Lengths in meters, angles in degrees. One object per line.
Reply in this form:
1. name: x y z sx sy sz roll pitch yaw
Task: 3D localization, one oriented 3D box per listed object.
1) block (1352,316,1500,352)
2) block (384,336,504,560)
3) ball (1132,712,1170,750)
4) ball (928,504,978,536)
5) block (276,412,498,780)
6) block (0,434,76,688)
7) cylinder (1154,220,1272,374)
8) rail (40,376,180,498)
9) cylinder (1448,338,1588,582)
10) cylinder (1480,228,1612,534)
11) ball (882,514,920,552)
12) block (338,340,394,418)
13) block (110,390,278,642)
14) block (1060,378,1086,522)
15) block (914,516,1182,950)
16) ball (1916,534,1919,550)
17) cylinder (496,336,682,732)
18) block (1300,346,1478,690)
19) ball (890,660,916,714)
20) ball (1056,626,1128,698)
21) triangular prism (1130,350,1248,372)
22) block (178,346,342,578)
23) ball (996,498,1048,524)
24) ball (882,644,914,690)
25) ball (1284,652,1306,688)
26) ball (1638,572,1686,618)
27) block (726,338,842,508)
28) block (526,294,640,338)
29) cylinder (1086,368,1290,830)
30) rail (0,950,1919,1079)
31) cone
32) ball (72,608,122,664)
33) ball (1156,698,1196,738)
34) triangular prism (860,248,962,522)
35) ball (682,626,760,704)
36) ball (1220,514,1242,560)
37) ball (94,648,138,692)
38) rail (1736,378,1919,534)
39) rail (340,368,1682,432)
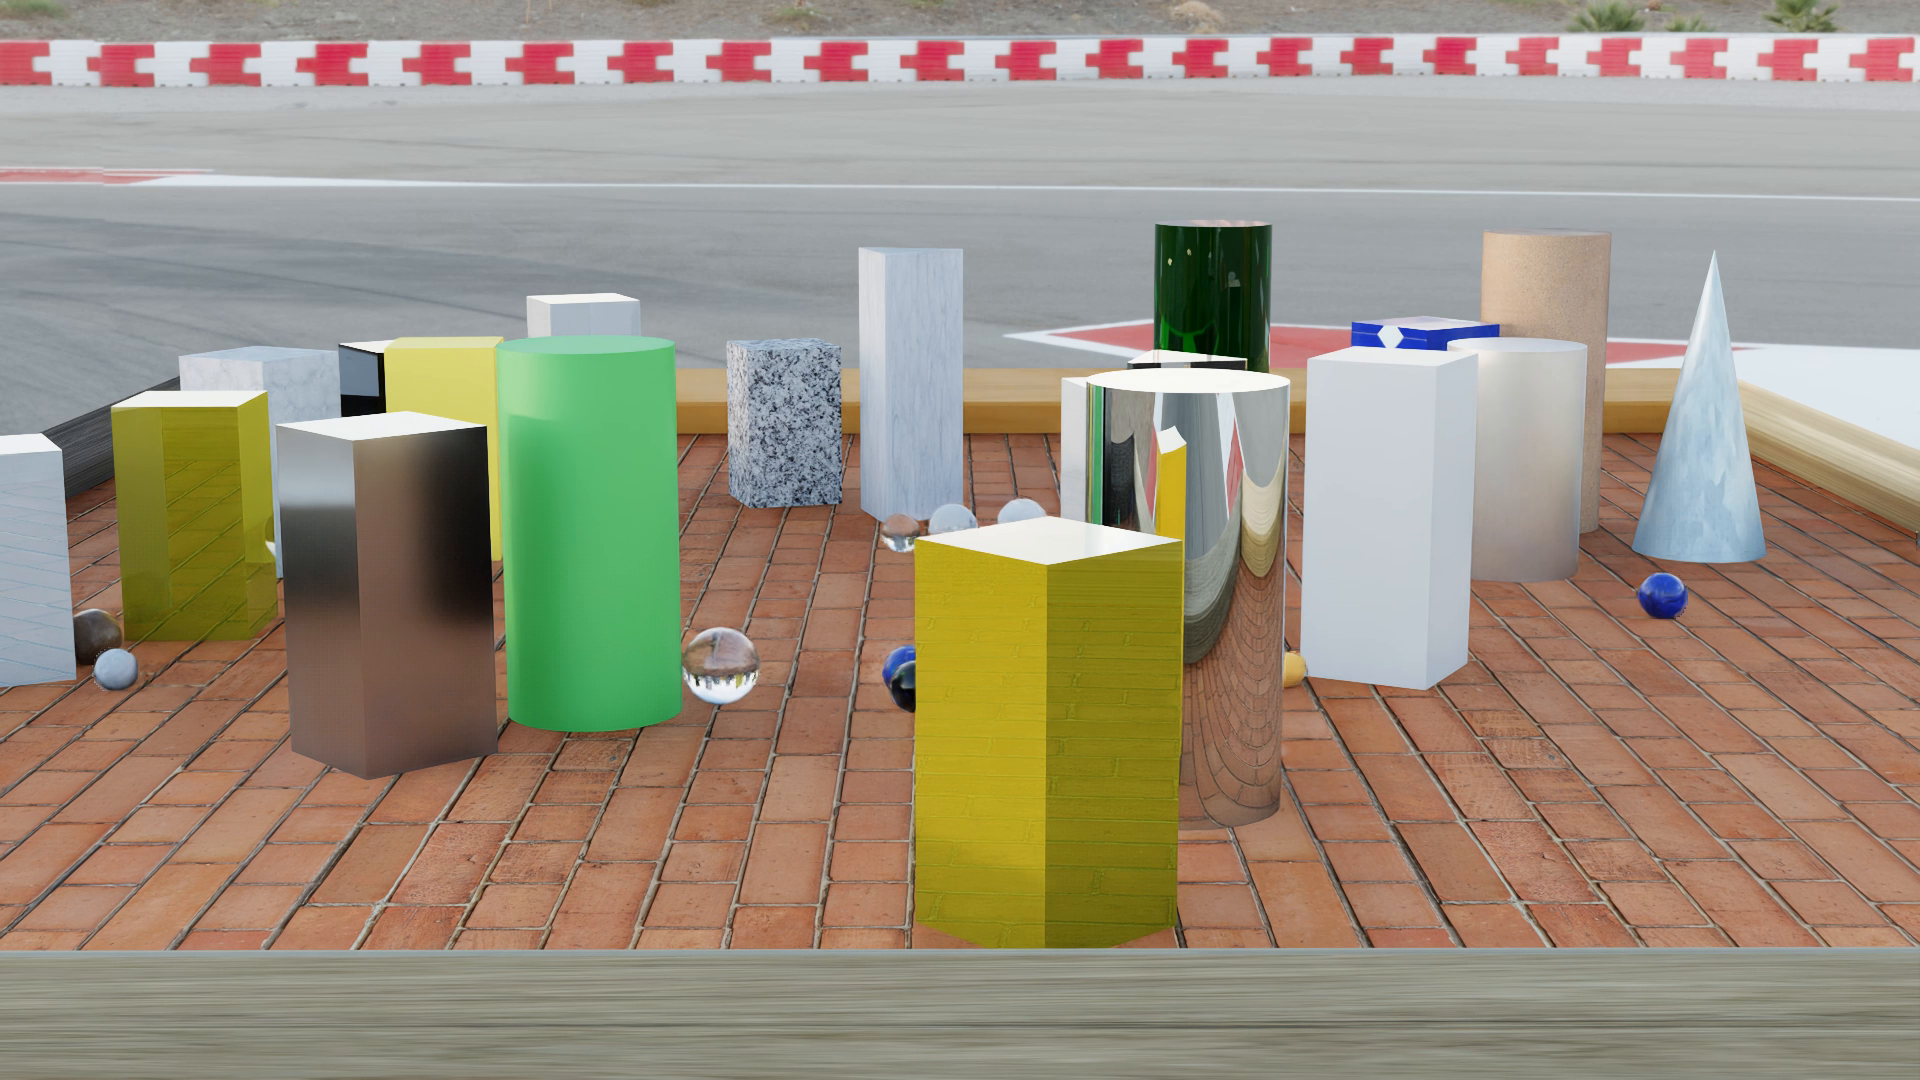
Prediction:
1. block: 0.715 -0.168 3.969 0.158 0.336 0.158 -8 13 -35
2. block: -0.770 -0.139 3.865 0.158 0.318 0.158 -1 11 -4
3. ball: 0.206 0.205 2.764 0.042 0.042 0.042 0 10 0
4. ball: -0.010 -0.017 3.872 0.075 0.075 0.075 0 10 0
5. block: -0.607 0.054 2.724 0.158 0.354 0.158 -10 14 -42
6. block: -1.168 0.025 3.090 0.158 0.278 0.158 -5 12 -27
7. cylinder: 0.428 -0.306 4.367 0.198 0.463 0.198 0 10 0
8. rail: -1.490 0.035 3.440 0.045 0.129 3.423 0 10 0
9. cylinder: 0.803 -0.120 3.726 0.198 0.330 0.198 0 10 0
10. cylinder: 0.924 -0.255 4.080 0.198 0.468 0.198 0 10 0
11. ball: -0.089 -0.010 3.883 0.058 0.058 0.058 0 10 0
12. block: -0.879 -0.166 4.087 0.158 0.290 0.158 -7 13 -34
13. block: -0.992 -0.034 3.338 0.158 0.302 0.158 0 10 -1
14. block: 0.225 -0.028 3.214 0.158 0.337 0.158 -3 11 -15
15. block: 0.074 0.165 2.174 0.158 0.336 0.158 -9 14 -42
16. ball: 1.458 0.002 3.835 0.052 0.052 0.052 0 10 0
17. cylinder: -0.417 -0.012 2.898 0.198 0.420 0.198 0 10 0
18. block: 0.518 -0.031 3.099 0.158 0.384 0.158 6 12 28
19. ball: -0.050 0.167 2.918 0.061 0.061 0.061 0 10 0
20. ball: 0.155 0.142 2.990 0.084 0.084 0.084 0 10 0
21. triangular prism: 0.299 -0.101 3.647 0.171 0.323 0.148 -3 11 -13
22. block: -1.018 -0.117 3.757 0.158 0.313 0.158 6 12 27
23. ball: 0.096 -0.024 3.898 0.079 0.079 0.079 0 10 0
24. ball: -0.058 0.154 2.980 0.064 0.064 0.064 0 10 0
25. ball: 0.388 0.154 3.041 0.042 0.042 0.042 0 10 0
26. ball: 0.936 0.074 3.418 0.062 0.062 0.062 0 10 0
27. block: -0.298 -0.200 4.343 0.158 0.264 0.158 -3 11 -18
28. block: -0.655 -0.259 4.485 0.158 0.327 0.158 -5 11 -23
29. cylinder: 0.221 0.053 2.532 0.198 0.424 0.198 0 10 0
30. rail: 0.010 0.340 1.789 3.027 0.129 0.045 0 10 0
31. cone: 1.123 -0.209 3.859 0.198 0.457 0.198 0 10 0
32. ball: -1.067 0.119 3.159 0.068 0.068 0.068 0 10 0
33. ball: 0.237 0.195 2.812 0.044 0.044 0.044 0 10 0
34. triangular prism: -0.109 -0.257 4.185 0.148 0.433 0.171 10 14 43
35. ball: -0.276 0.145 2.958 0.090 0.090 0.090 0 10 0
36. ball: 0.384 -0.005 3.821 0.071 0.071 0.071 0 10 0
37. ball: -0.994 0.153 3.022 0.050 0.050 0.050 0 10 0
38. rail: 1.490 0.032 3.457 0.045 0.129 3.423 0 10 0
39. rail: -0.010 -0.274 5.108 3.027 0.129 0.045 0 10 0
